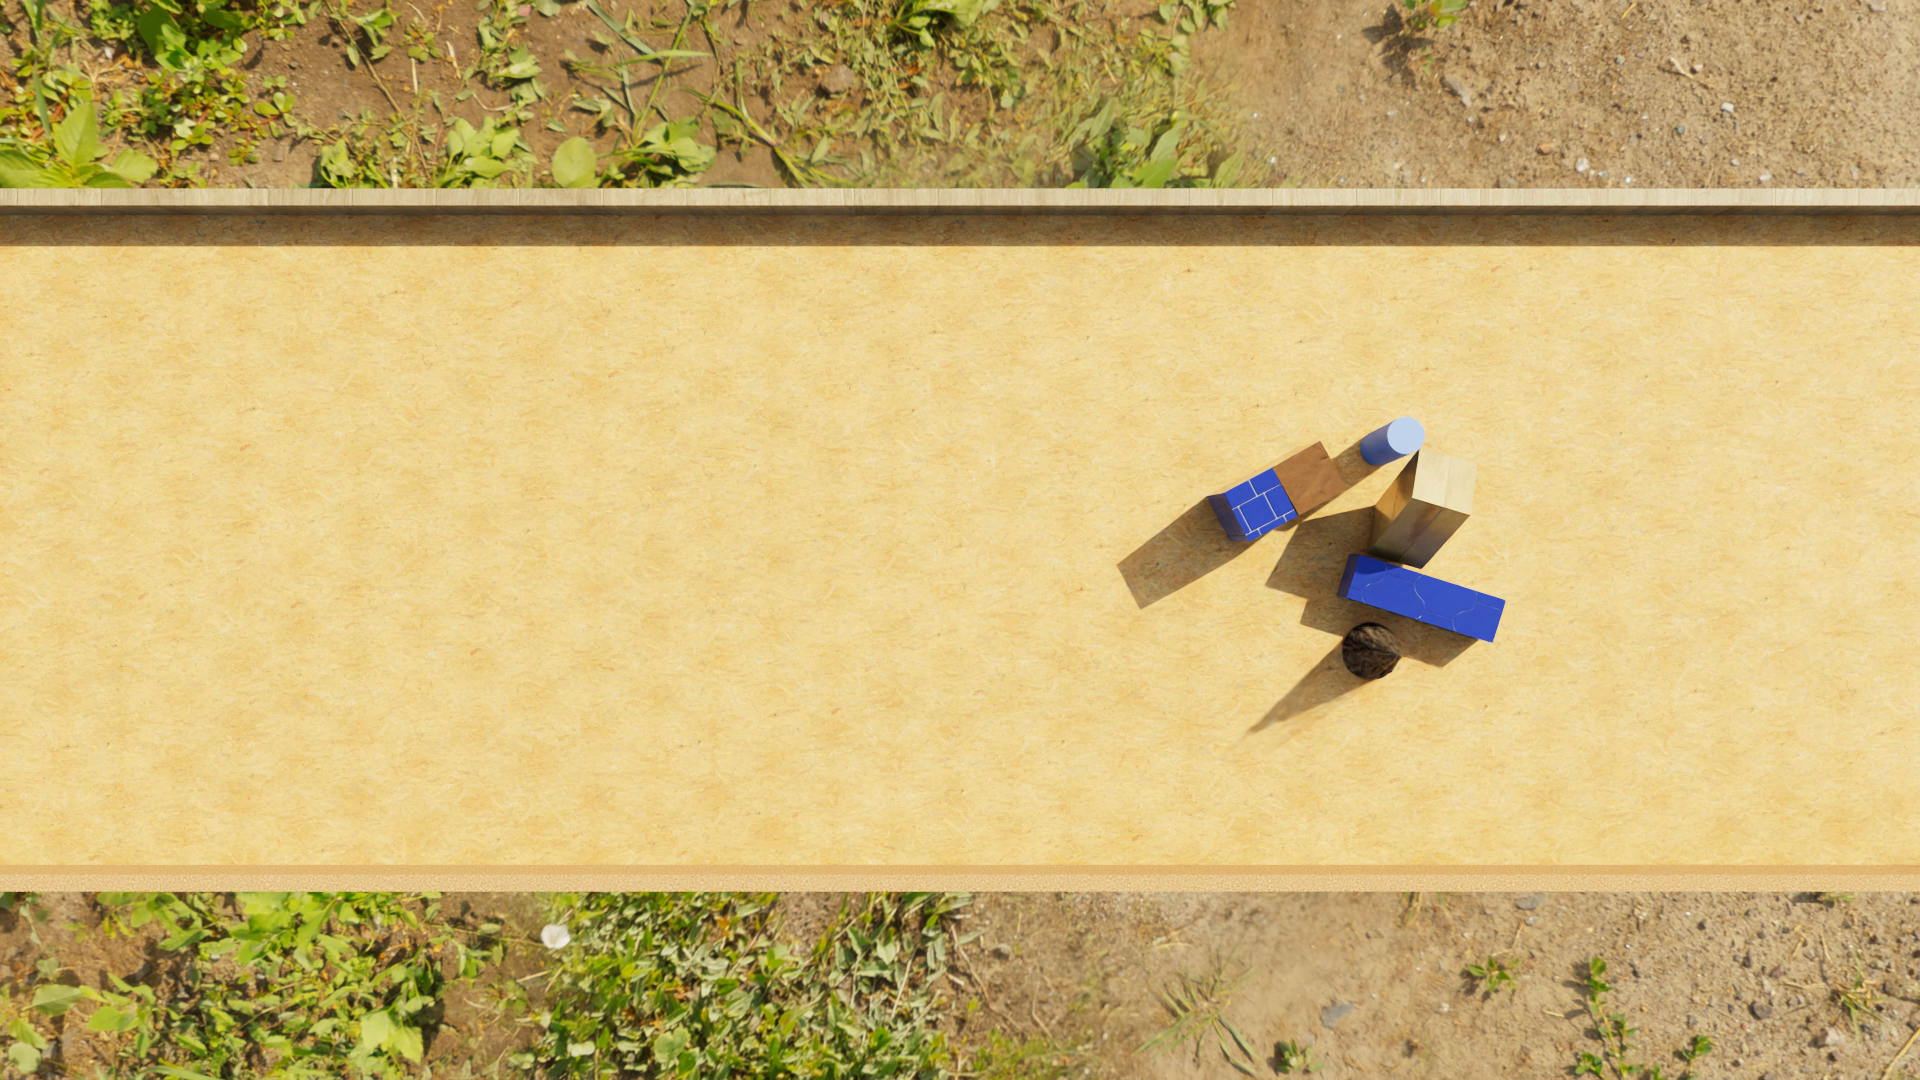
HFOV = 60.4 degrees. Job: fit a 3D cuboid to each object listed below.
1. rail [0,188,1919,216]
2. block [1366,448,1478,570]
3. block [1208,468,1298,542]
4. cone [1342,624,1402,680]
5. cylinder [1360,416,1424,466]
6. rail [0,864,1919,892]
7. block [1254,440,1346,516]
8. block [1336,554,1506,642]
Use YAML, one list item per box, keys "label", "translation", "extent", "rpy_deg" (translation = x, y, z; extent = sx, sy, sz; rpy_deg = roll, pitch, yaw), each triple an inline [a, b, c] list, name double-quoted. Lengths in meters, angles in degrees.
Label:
- label: "rail"
  translation: [-2.247, -1.025, 5.002]
  extent: [12.000, 0.150, 0.050]
  rpy_deg: [0, 90, 0]
- label: "block"
  translation: [1.362, -0.089, 4.873]
  extent: [0.173, 0.368, 0.173]
  rpy_deg: [17, 63, 0]
- label: "block"
  translation: [0.866, -0.102, 4.913]
  extent: [0.158, 0.328, 0.158]
  rpy_deg: [-28, 90, 0]
- label: "cone"
  translation: [1.250, 0.335, 4.842]
  extent: [0.174, 0.457, 0.174]
  rpy_deg: [0, 88, 4]
- label: "cylinder"
  translation: [1.283, -0.290, 4.905]
  extent: [0.108, 0.338, 0.108]
  rpy_deg: [0, 87, 1]
- label: "rail"
  translation: [-2.247, 1.025, 5.001]
  extent: [12.000, 0.150, 0.050]
  rpy_deg: [0, 90, 0]
- label: "block"
  translation: [1.010, -0.179, 4.917]
  extent: [0.159, 0.318, 0.159]
  rpy_deg: [-29, 90, 0]
- label: "block"
  translation: [1.398, 0.176, 5.009]
  extent: [0.459, 0.135, 0.135]
  rpy_deg: [17, 90, 0]
